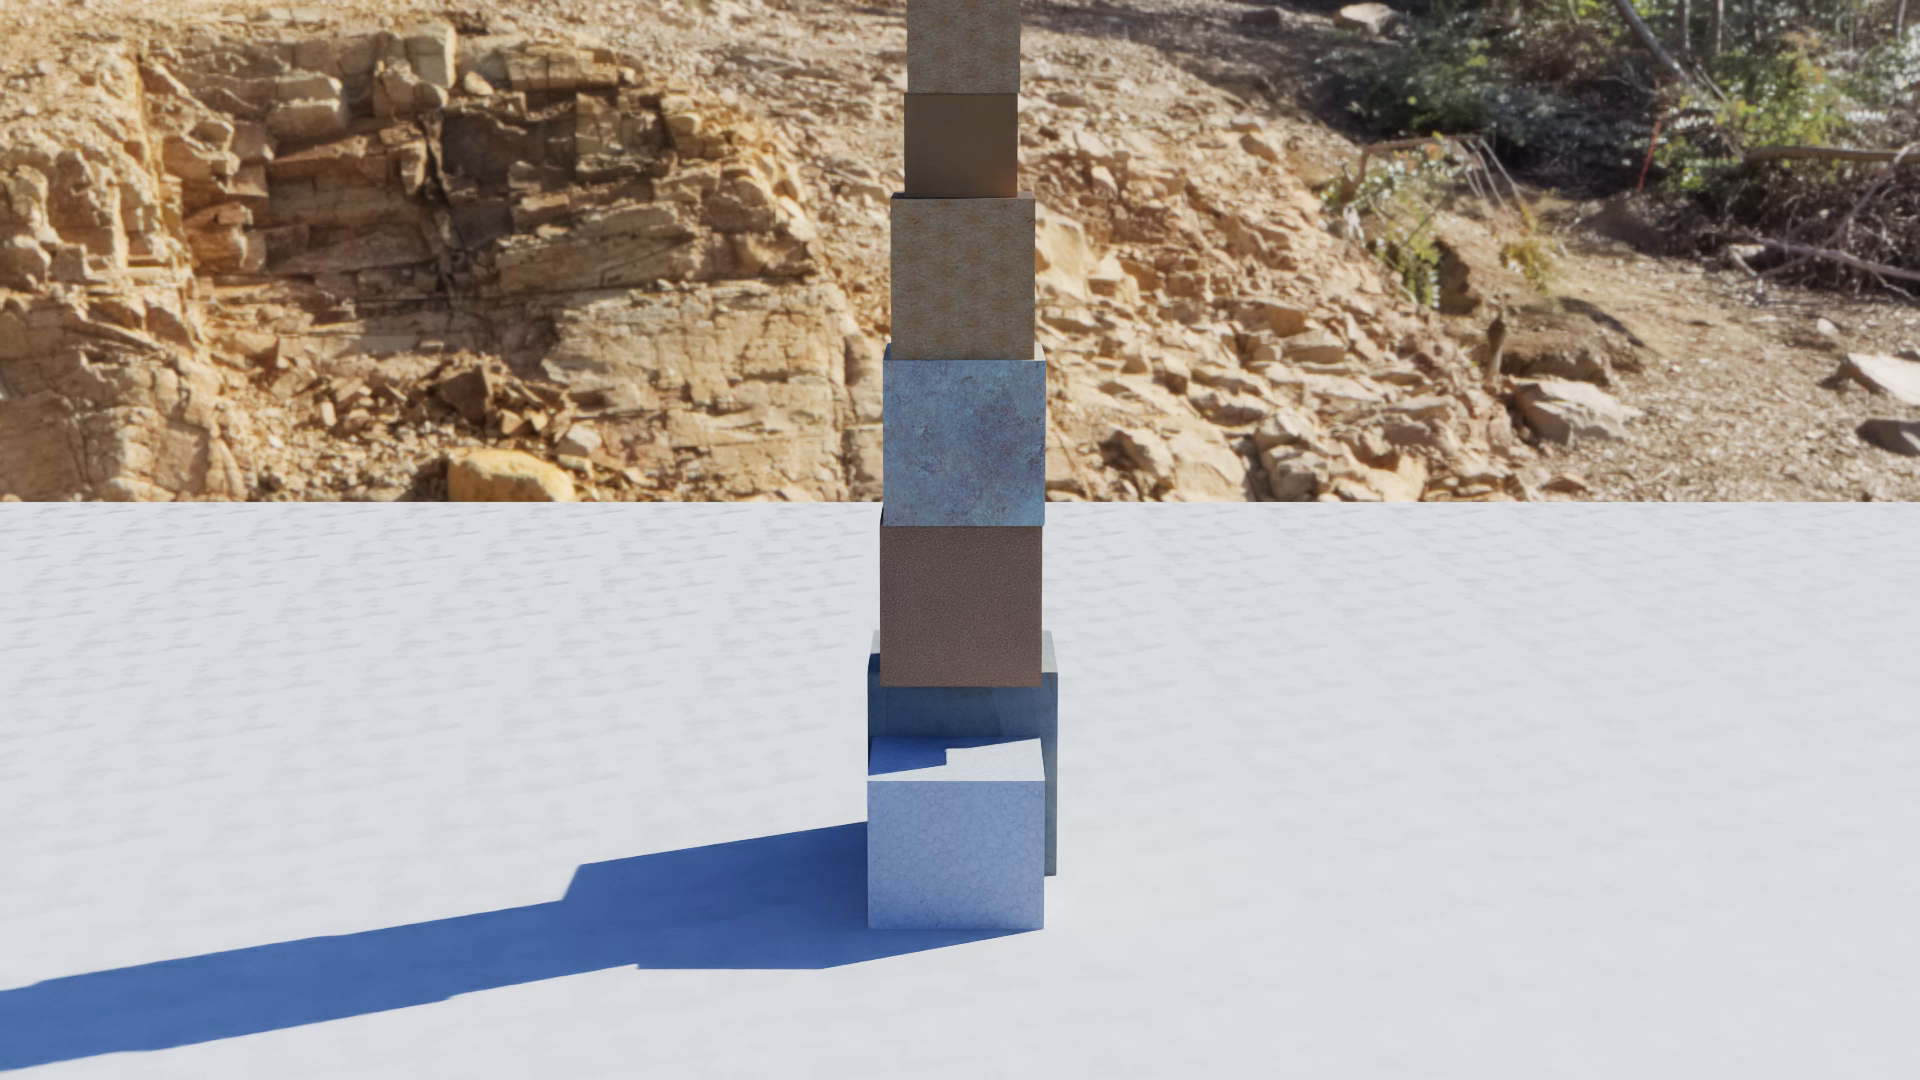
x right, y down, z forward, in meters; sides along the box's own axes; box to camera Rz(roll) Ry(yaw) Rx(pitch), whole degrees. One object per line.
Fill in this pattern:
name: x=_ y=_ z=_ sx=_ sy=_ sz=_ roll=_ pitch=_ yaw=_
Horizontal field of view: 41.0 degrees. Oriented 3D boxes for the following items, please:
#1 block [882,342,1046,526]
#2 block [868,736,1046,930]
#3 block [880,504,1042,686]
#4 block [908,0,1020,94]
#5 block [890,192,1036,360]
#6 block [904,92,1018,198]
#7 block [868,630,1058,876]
block: x=0.018 y=-0.469 z=11.095 sx=0.680 sy=0.699 sz=0.749 roll=0 pitch=10 yaw=0
block: x=-0.016 y=1.240 z=10.963 sx=0.732 sy=0.638 sz=0.719 roll=0 pitch=10 yaw=0
block: x=0.004 y=0.221 z=11.220 sx=0.690 sy=0.704 sz=0.663 roll=0 pitch=10 yaw=0
block: x=0.016 y=-2.130 z=10.793 sx=0.467 sy=0.490 sz=0.457 roll=0 pitch=10 yaw=0
block: x=0.012 y=-1.140 z=10.973 sx=0.599 sy=0.665 sz=0.681 roll=0 pitch=10 yaw=0
block: x=0.004 y=-1.679 z=10.875 sx=0.471 sy=0.429 sz=0.442 roll=0 pitch=10 yaw=0
block: x=0.011 y=0.956 z=11.725 sx=0.835 sy=0.924 sz=0.862 roll=0 pitch=10 yaw=0
